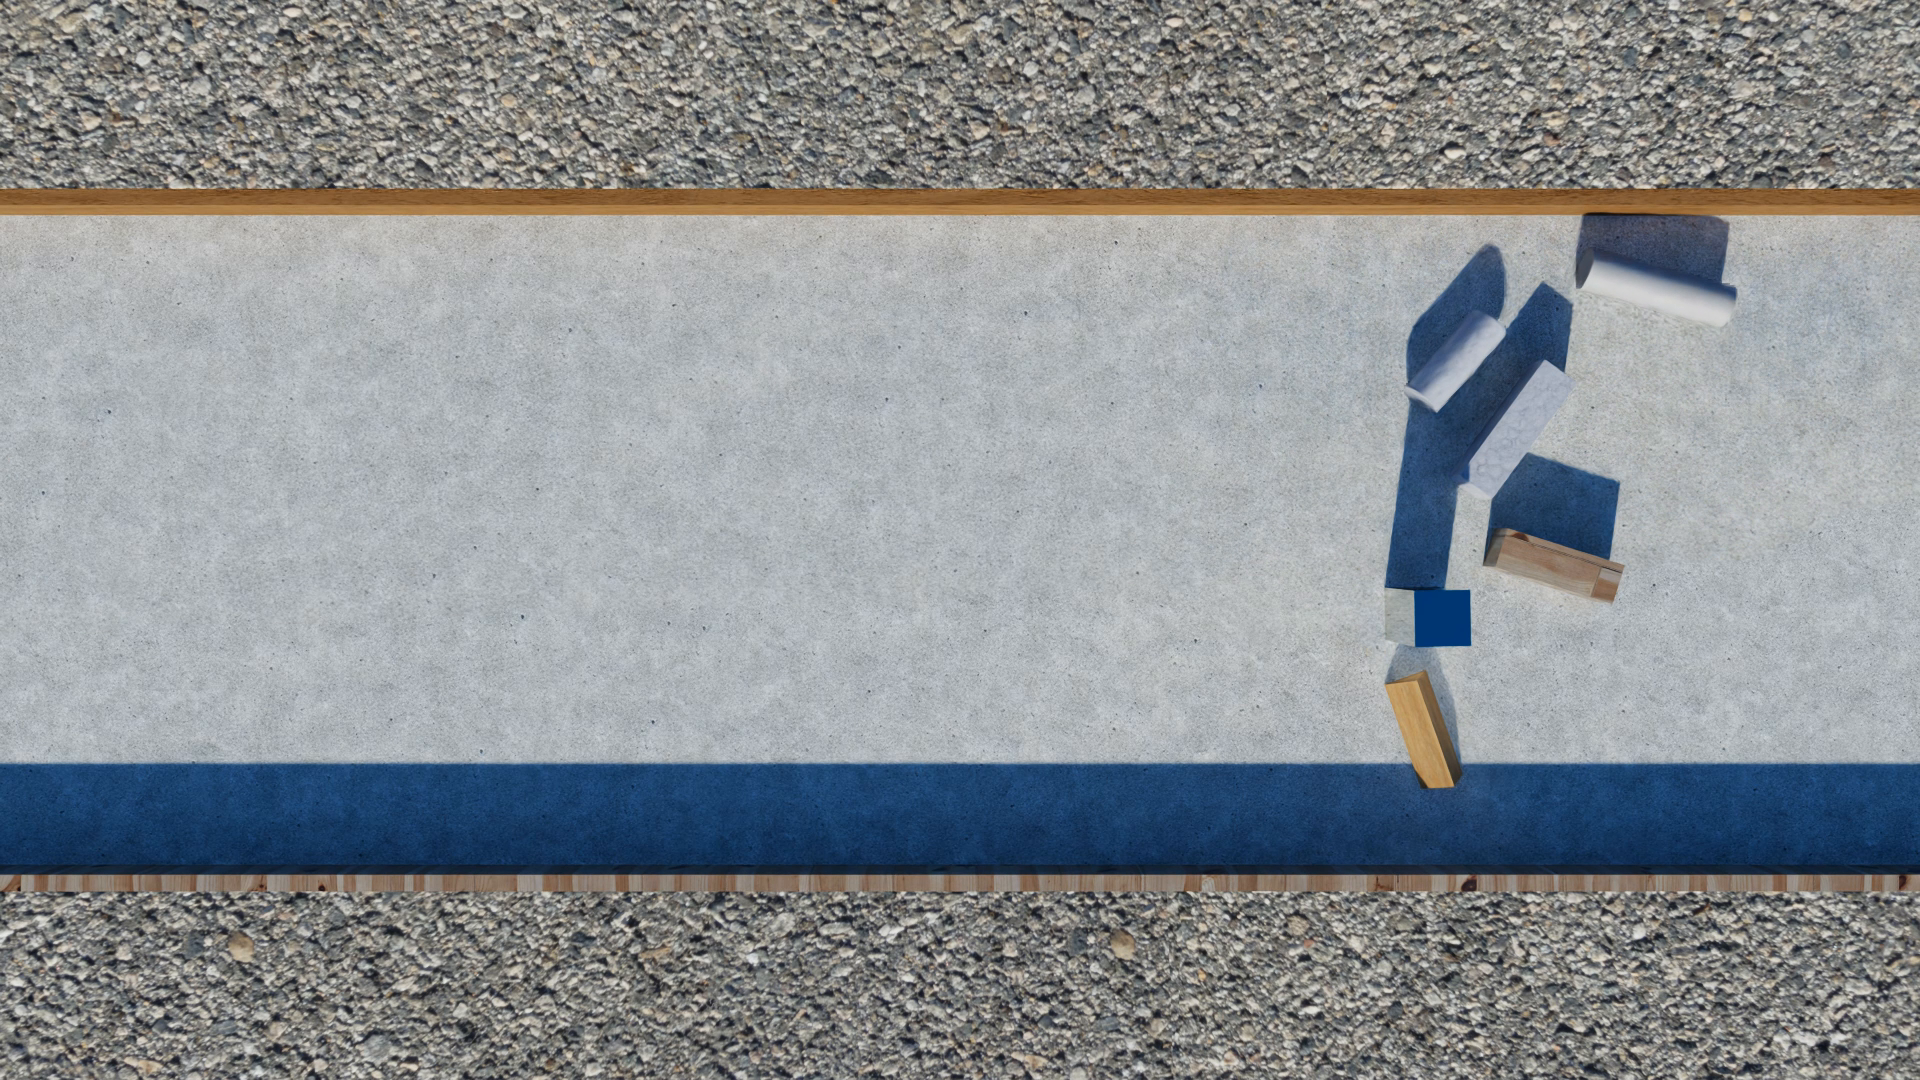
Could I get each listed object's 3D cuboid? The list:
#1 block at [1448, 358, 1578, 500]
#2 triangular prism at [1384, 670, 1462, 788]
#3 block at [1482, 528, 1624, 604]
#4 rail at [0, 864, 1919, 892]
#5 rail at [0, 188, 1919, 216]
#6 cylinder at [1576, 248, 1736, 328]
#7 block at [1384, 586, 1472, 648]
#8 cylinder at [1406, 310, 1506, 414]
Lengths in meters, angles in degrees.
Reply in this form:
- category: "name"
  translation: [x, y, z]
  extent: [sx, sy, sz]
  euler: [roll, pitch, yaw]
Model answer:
- category: "block"
  translation: [1.678, -0.334, 5.016]
  extent: [0.122, 0.122, 0.433]
  euler: [36, 90, 0]
- category: "triangular prism"
  translation: [1.426, 0.582, 5.016]
  extent: [0.133, 0.115, 0.338]
  euler: [-19, 90, 0]
- category: "block"
  translation: [1.803, 0.078, 5.015]
  extent: [0.370, 0.122, 0.122]
  euler: [18, 90, 0]
- category: "rail"
  translation: [-2.247, 1.025, 5.001]
  extent: [12.000, 0.150, 0.050]
  euler: [0, 90, 0]
- category: "rail"
  translation: [-2.247, -1.025, 5.002]
  extent: [12.000, 0.150, 0.050]
  euler: [0, 90, 0]
- category: "cylinder"
  translation: [2.113, -0.766, 5.013]
  extent: [0.445, 0.125, 0.125]
  euler: [15, 90, 0]
- category: "block"
  translation: [1.389, 0.226, 4.910]
  extent: [0.162, 0.332, 0.162]
  euler: [-1, 90, 0]
- category: "cylinder"
  translation: [1.507, -0.542, 5.016]
  extent: [0.121, 0.121, 0.315]
  euler: [42, 90, 0]
